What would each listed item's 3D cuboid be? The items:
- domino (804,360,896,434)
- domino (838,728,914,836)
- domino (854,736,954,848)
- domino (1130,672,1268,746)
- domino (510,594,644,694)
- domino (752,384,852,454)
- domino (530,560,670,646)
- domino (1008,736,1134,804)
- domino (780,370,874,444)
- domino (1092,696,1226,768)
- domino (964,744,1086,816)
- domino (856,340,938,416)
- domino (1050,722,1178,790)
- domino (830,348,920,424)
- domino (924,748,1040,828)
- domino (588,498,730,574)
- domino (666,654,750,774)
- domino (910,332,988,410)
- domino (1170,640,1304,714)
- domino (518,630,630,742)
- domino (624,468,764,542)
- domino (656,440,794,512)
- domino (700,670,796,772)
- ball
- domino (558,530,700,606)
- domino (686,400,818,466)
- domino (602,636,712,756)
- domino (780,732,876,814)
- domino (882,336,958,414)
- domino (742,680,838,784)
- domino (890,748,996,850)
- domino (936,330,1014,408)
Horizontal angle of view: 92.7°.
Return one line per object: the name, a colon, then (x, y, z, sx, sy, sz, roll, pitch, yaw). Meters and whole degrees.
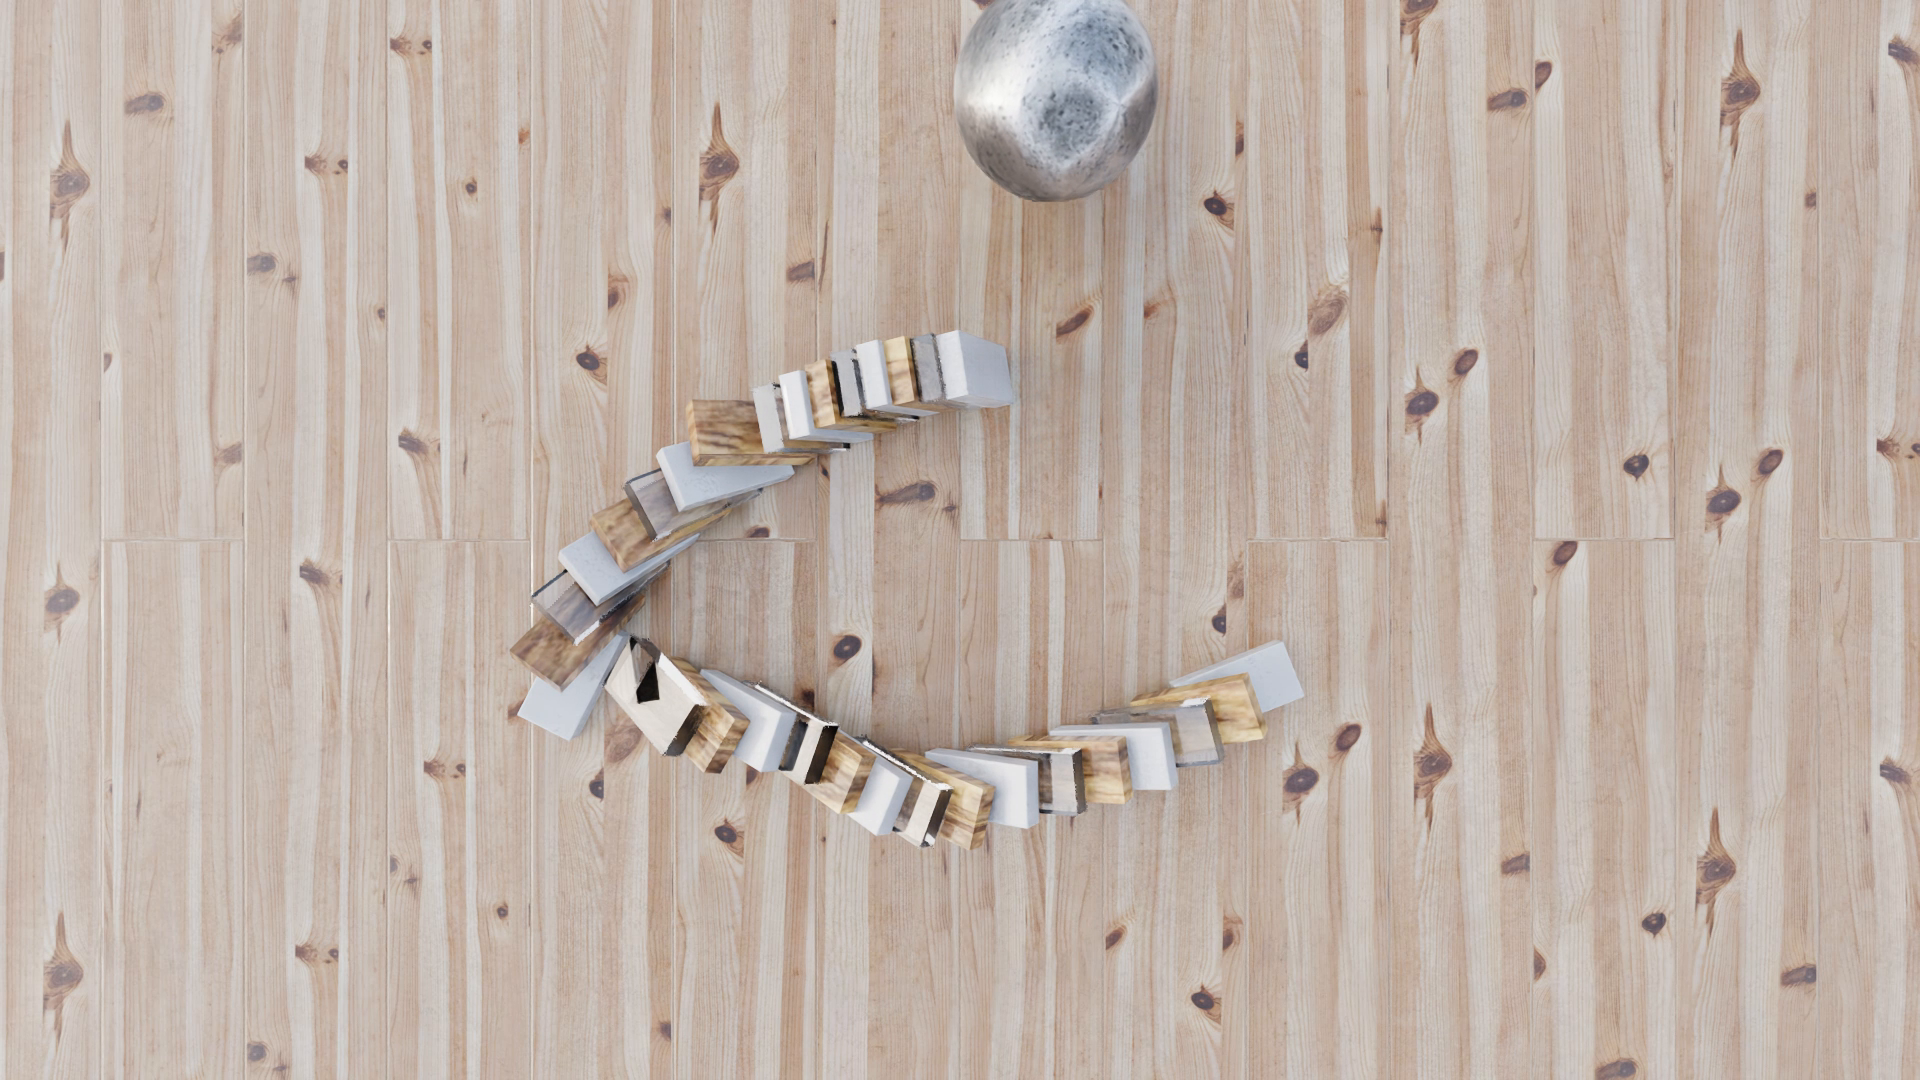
domino: (-0.044, -0.058, 0.375, 0.009, 0.050, 0.025, -9, 90, 24)
domino: (-0.045, 0.099, 0.382, 0.050, 0.009, 0.025, 24, 93, 34)
domino: (-0.029, 0.104, 0.382, 0.050, 0.010, 0.025, 21, 92, 34)
domino: (0.099, 0.073, 0.383, 0.050, 0.010, 0.025, -19, 90, 32)
domino: (-0.159, 0.036, 0.383, 0.025, 0.010, 0.050, 35, 58, 1)
domino: (-0.064, -0.049, 0.375, 0.010, 0.050, 0.025, -11, 90, 24)
domino: (-0.149, 0.017, 0.383, 0.025, 0.010, 0.050, 44, 59, 0)
domino: (0.046, 0.095, 0.383, 0.050, 0.009, 0.025, -7, 90, 31)
domino: (-0.054, -0.054, 0.375, 0.010, 0.050, 0.025, -9, 90, 24)
domino: (0.082, 0.082, 0.383, 0.050, 0.010, 0.025, -14, 91, 32)
domino: (0.027, 0.100, 0.383, 0.050, 0.009, 0.025, -5, 90, 31)
domino: (-0.024, -0.065, 0.375, 0.009, 0.050, 0.025, -9, 90, 24)
domino: (0.064, 0.090, 0.383, 0.050, 0.010, 0.025, -9, 90, 31)
domino: (-0.034, -0.062, 0.375, 0.010, 0.050, 0.025, -9, 90, 24)
domino: (0.009, 0.103, 0.382, 0.050, 0.009, 0.025, -1, 90, 34)
domino: (-0.124, -0.010, 0.382, 0.050, 0.010, 0.025, -34, 90, -35)
domino: (-0.111, 0.072, 0.382, 0.050, 0.009, 0.025, 32, 93, 33)
domino: (-0.003, -0.068, 0.375, 0.010, 0.050, 0.025, -9, 90, 24)
domino: (0.119, 0.064, 0.395, 0.050, 0.010, 0.025, -22, 90, 0)
domino: (-0.166, 0.058, 0.395, 0.025, 0.010, 0.050, 27, 90, 0)
domino: (-0.110, -0.021, 0.382, 0.050, 0.009, 0.025, -28, 90, -35)
domino: (-0.097, -0.031, 0.381, 0.050, 0.009, 0.025, -21, 87, -35)
domino: (-0.093, 0.075, 0.382, 0.050, 0.009, 0.025, 19, 90, 33)
ball: (0.037, -0.175, 0.360, 0.080, 0.080, 0.080, 0, 90, 0)
domino: (-0.137, 0.003, 0.382, 0.050, 0.010, 0.025, -39, 90, -35)
domino: (-0.086, -0.044, 0.380, 0.050, 0.009, 0.025, -4, 78, -33)
domino: (-0.127, 0.065, 0.382, 0.050, 0.010, 0.025, 35, 94, 32)
domino: (-0.060, 0.090, 0.382, 0.050, 0.010, 0.025, 24, 92, 34)
domino: (-0.014, -0.067, 0.375, 0.009, 0.050, 0.025, -9, 90, 24)
domino: (-0.075, 0.079, 0.382, 0.050, 0.009, 0.025, 19, 90, 34)
domino: (-0.011, 0.107, 0.382, 0.050, 0.010, 0.025, 13, 91, 35)
domino: (0.007, -0.069, 0.375, 0.010, 0.050, 0.025, -9, 90, 24)
